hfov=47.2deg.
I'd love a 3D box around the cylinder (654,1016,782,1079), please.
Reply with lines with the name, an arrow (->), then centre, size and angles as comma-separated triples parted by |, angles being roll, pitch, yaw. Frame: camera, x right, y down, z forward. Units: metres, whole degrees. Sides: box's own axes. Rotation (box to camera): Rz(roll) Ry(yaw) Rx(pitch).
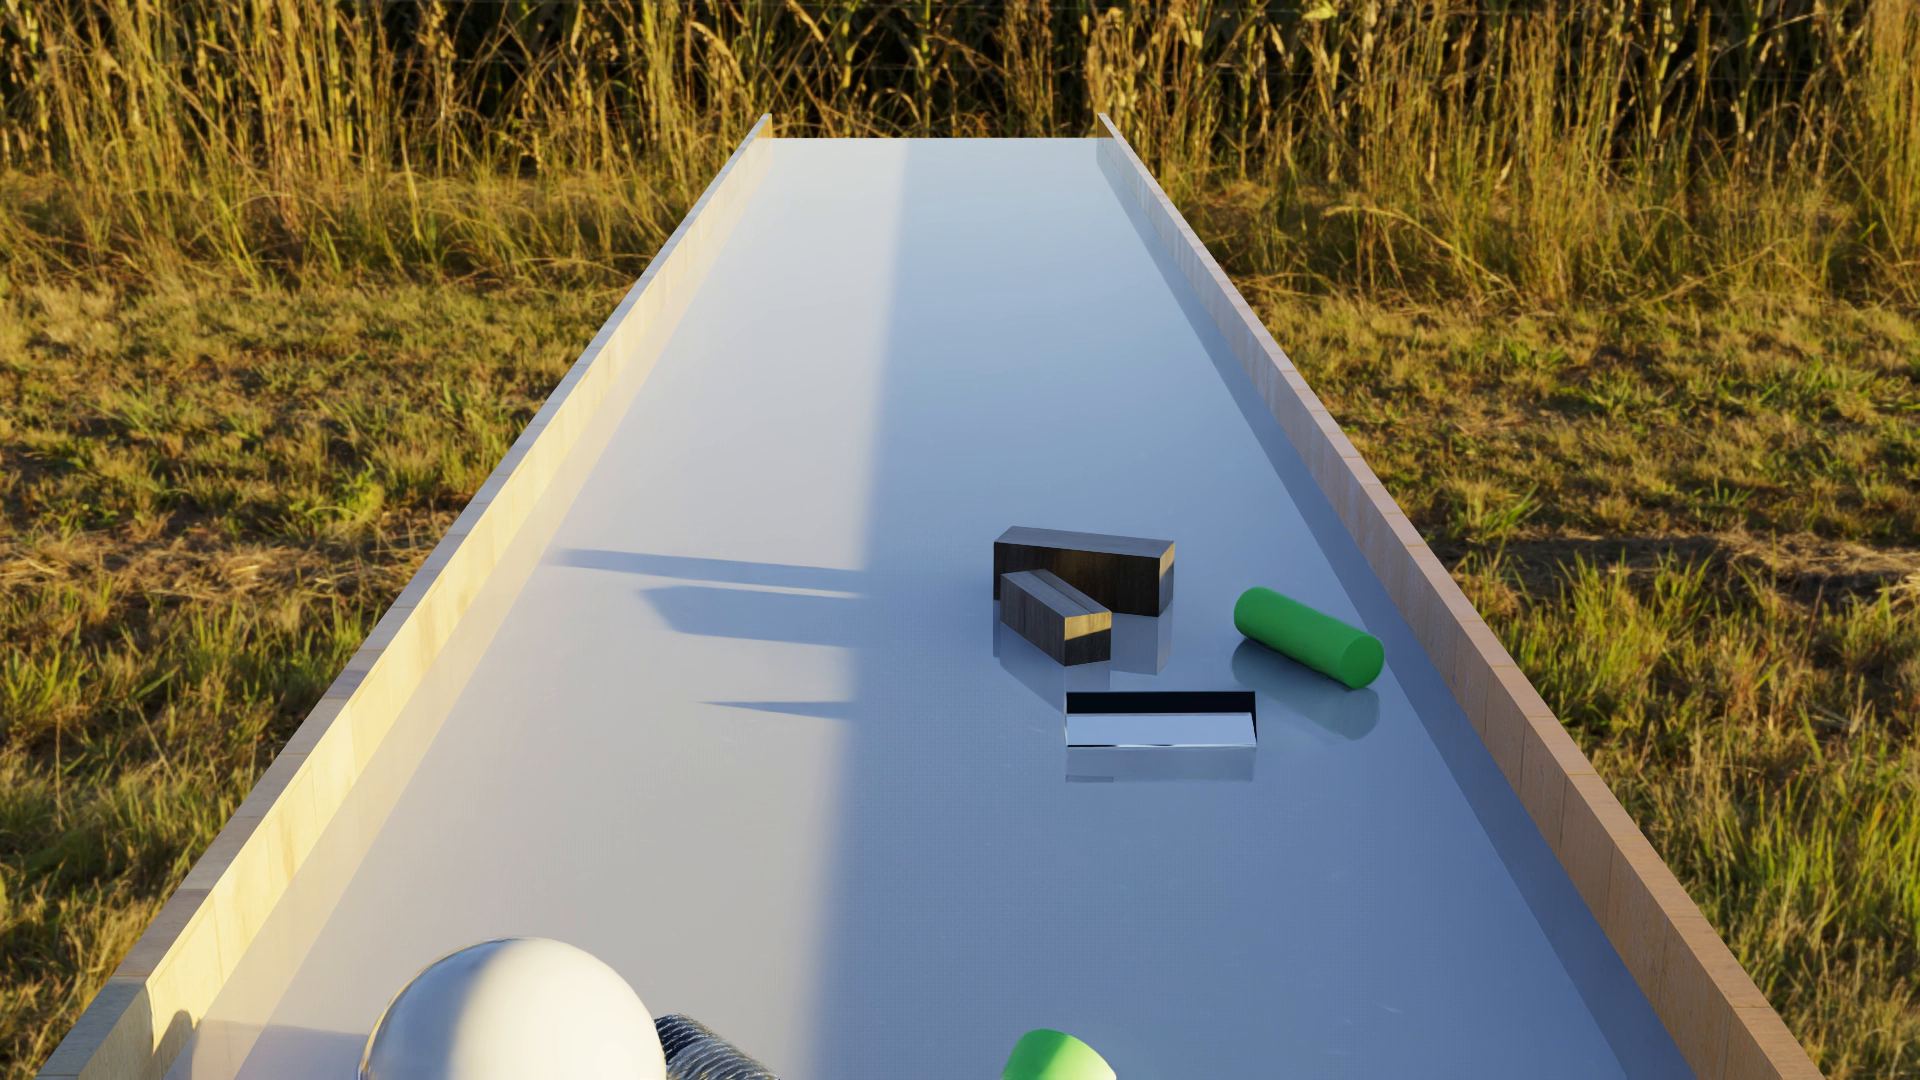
cylinder -> -0.234, 0.709, 2.591 | 0.145, 0.145, 0.429 | -13, 21, -38

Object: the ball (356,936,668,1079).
ball -> -0.508, 0.628, 2.503 | 0.349, 0.349, 0.349 | 0, 17, 0

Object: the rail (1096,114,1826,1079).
rail -> 0.932, -0.844, 7.801 | 0.050, 0.150, 12.000 | 0, 17, -1

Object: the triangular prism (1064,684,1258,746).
triangular prism -> 0.363, 0.317, 4.002 | 0.343, 0.086, 0.100 | -6, 29, -1

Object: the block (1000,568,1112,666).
block -> 0.194, 0.156, 4.521 | 0.103, 0.103, 0.313 | -7, 18, -22

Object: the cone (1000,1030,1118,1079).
cone -> 0.033, 0.748, 2.573 | 0.161, 0.161, 0.366 | 11, 32, 33

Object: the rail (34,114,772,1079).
rail -> -1.118, -0.838, 7.780 | 0.050, 0.150, 12.000 | 0, 17, -1

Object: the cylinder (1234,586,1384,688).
cylinder -> 0.692, 0.192, 4.394 | 0.107, 0.107, 0.354 | -9, 19, -27

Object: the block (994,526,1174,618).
block -> 0.268, 0.066, 4.772 | 0.369, 0.132, 0.132 | 6, 17, 18
